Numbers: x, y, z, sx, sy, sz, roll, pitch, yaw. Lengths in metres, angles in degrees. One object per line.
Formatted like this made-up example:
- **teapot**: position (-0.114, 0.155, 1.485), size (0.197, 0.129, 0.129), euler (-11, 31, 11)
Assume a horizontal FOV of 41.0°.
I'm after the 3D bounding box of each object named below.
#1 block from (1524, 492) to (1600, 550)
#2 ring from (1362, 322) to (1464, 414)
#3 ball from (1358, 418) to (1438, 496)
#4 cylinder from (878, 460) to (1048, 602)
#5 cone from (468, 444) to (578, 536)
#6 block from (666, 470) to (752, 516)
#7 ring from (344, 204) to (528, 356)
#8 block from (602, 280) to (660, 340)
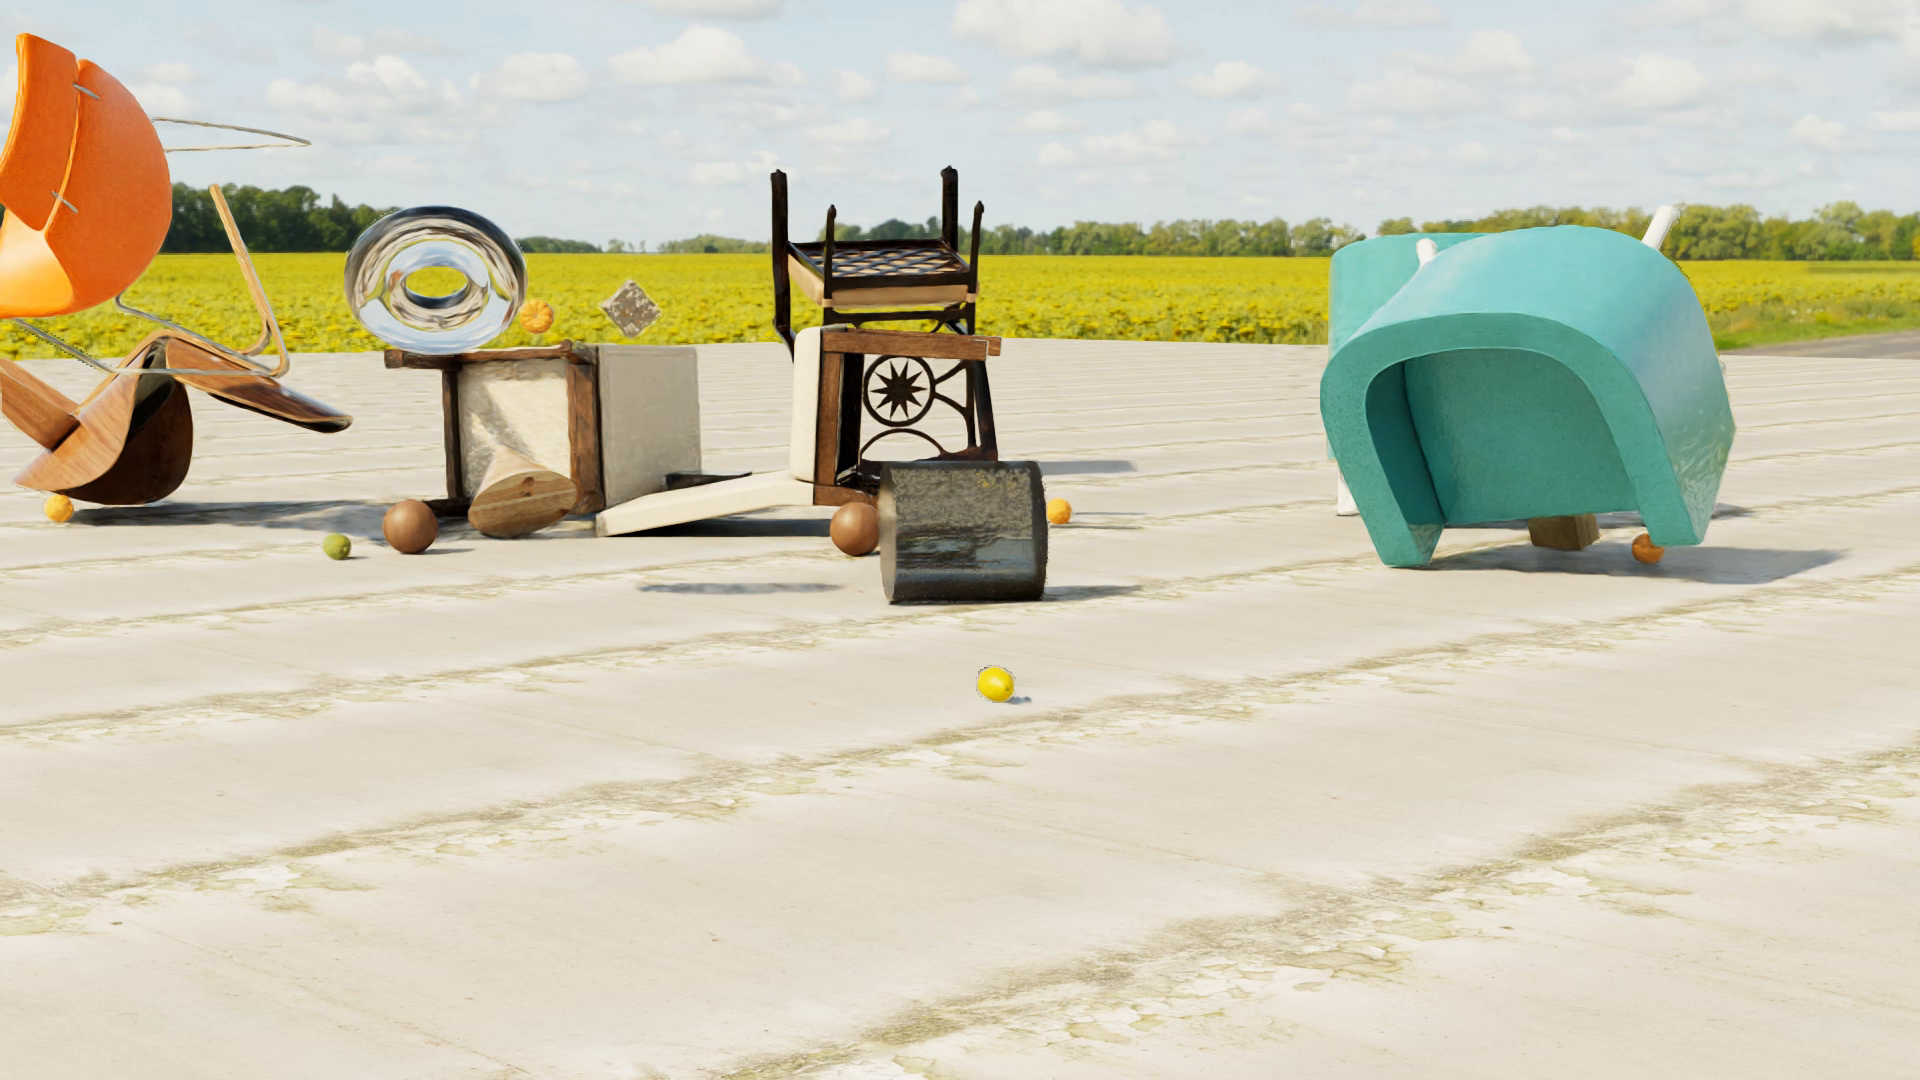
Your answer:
- **block**: position (1.459, -0.045, 6.225), size (0.076, 0.109, 0.145), euler (-28, 21, -34)
- **ring**: position (1.364, -0.516, 7.724), size (0.272, 0.347, 0.059), euler (37, 18, -35)
- **ball**: position (1.316, -0.251, 7.701), size (0.234, 0.234, 0.234), euler (0, 6, 0)
- **cylinder**: position (0.004, -0.019, 5.198), size (0.308, 0.289, 0.191), euler (0, -10, -13)
- **cone**: position (-1.130, -0.166, 6.463), size (0.280, 0.239, 0.209), euler (-11, 53, -22)
- **block**: position (-0.697, -0.132, 7.153), size (0.209, 0.111, 0.153), euler (1, 6, 6)
- **ring**: position (-1.005, -0.496, 4.926), size (0.348, 0.099, 0.394), euler (-4, -35, -10)
- **block**: position (-0.918, -0.643, 7.153), size (0.109, 0.119, 0.049), euler (-45, 24, -11)
